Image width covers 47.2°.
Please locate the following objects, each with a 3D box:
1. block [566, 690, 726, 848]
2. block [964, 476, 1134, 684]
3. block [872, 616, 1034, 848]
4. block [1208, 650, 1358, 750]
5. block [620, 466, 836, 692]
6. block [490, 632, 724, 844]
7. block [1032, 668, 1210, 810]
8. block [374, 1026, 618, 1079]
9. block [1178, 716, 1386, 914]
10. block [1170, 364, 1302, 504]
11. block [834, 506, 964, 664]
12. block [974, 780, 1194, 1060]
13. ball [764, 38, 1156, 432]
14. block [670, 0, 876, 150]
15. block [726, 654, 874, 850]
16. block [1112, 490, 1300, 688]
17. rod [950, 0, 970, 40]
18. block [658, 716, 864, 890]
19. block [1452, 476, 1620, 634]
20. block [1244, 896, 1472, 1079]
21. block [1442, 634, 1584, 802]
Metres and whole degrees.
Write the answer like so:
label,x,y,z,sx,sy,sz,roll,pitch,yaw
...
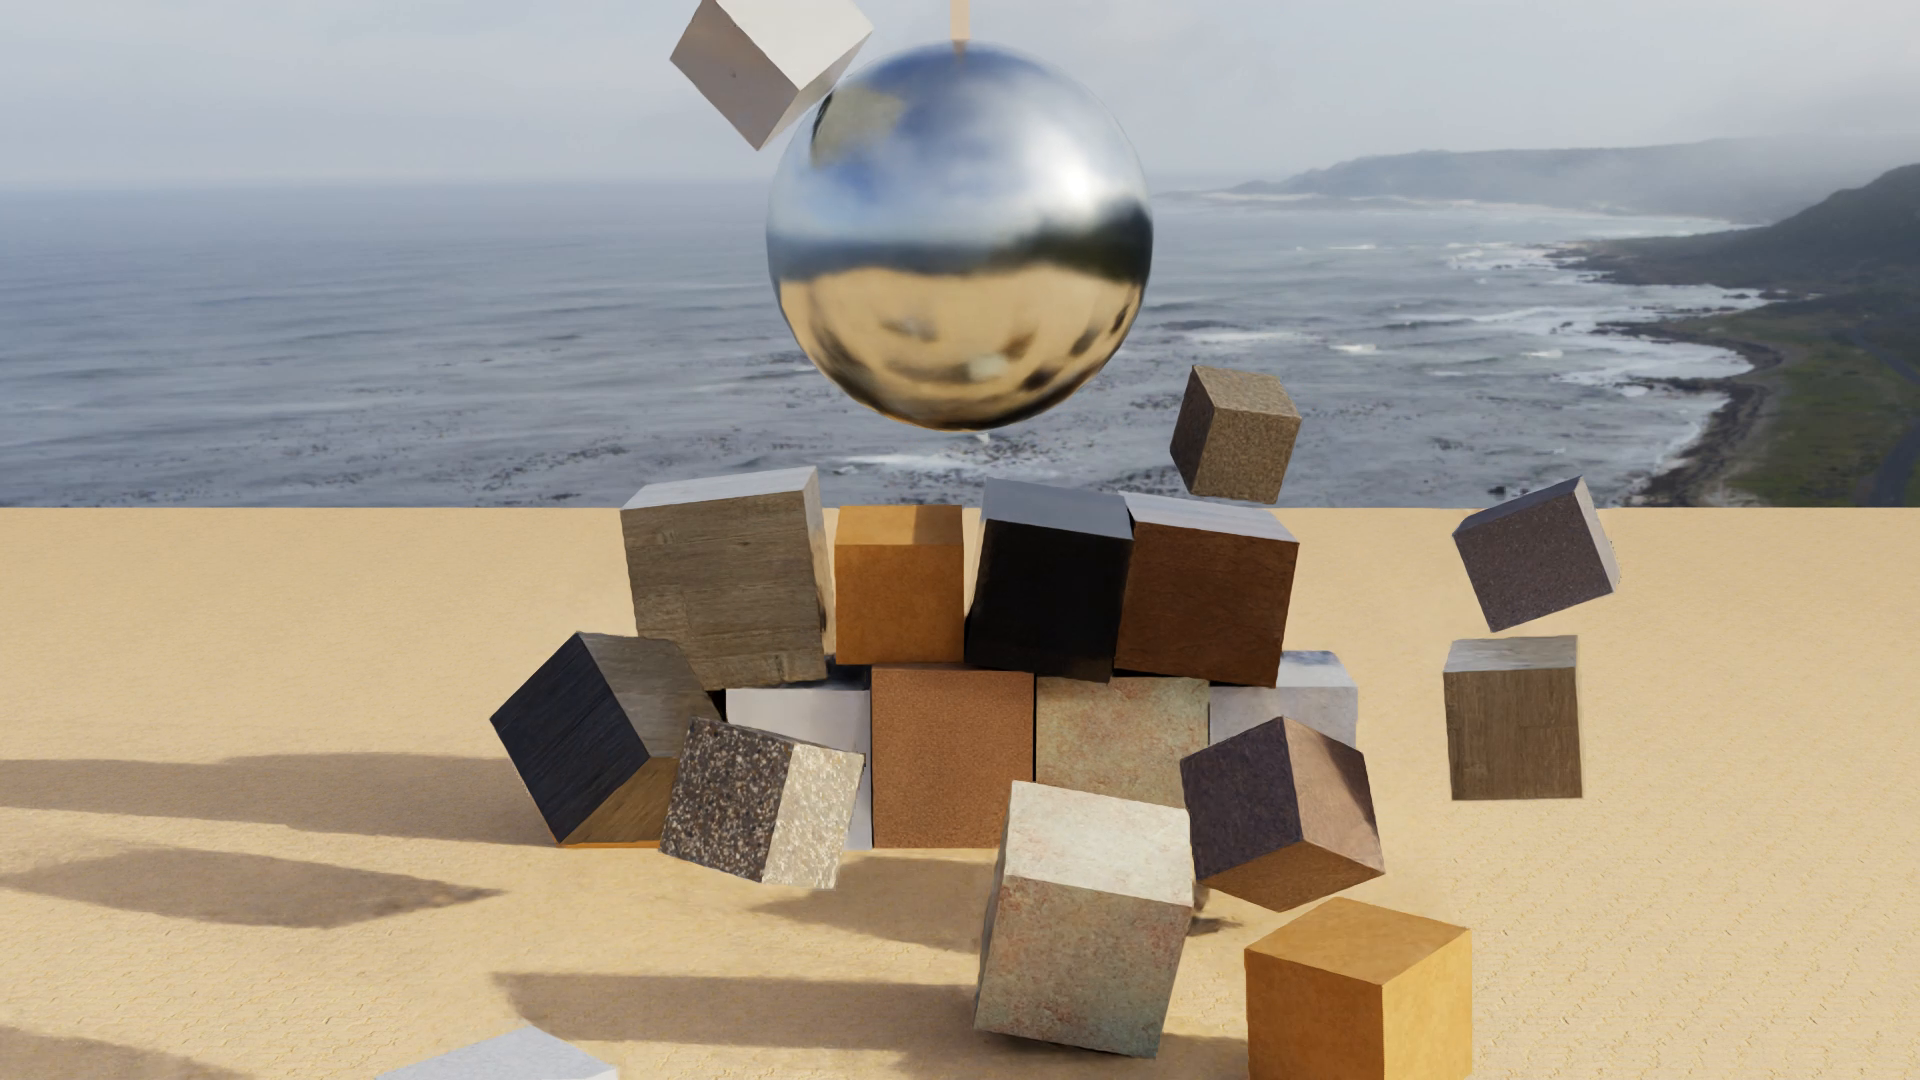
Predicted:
label,x,y,z,sx,sy,sz,roll,pitch,yaw
block,-1.570,1.158,11.371,0.815,0.652,0.784,0,10,0
block,0.431,0.189,11.006,0.715,0.741,0.797,8,16,-2
block,-0.034,0.977,11.306,0.794,0.952,0.836,0,16,0
block,1.611,1.065,11.391,0.736,0.828,0.781,0,10,0
block,-1.152,0.196,11.200,0.903,0.949,0.817,-6,10,2
block,-1.543,0.899,9.942,0.695,0.623,0.704,55,21,23
block,0.809,1.042,11.383,0.857,0.878,0.792,0,10,0
block,-1.494,1.983,7.129,0.599,0.546,0.492,-10,14,-44
block,1.420,1.221,9.718,0.572,0.583,0.622,-29,-38,34
block,1.390,-0.535,11.155,0.455,0.495,0.481,6,29,-13
block,-0.300,0.217,11.110,0.629,0.616,0.707,0,16,-1
block,0.483,1.484,8.653,0.714,0.724,0.674,10,25,0
ball,0.000,-1.243,9.057,1.600,1.600,1.600,0,10,0
block,-0.727,-1.912,8.465,0.445,0.495,0.520,-46,5,-28
block,-0.798,1.072,11.365,0.712,0.826,0.843,0,10,0
block,1.195,0.236,11.241,0.811,0.740,0.944,7,10,-3
rod,0.000,-4.612,9.520,0.080,5.200,0.080,0,-8,0
block,-0.687,0.917,7.654,0.450,0.479,0.440,11,-5,31
block,2.995,0.069,11.406,0.642,0.548,0.600,-21,2,22
block,1.482,1.747,8.155,0.586,0.575,0.610,8,17,42
block,2.480,0.788,9.819,0.554,0.579,0.667,-3,9,17
